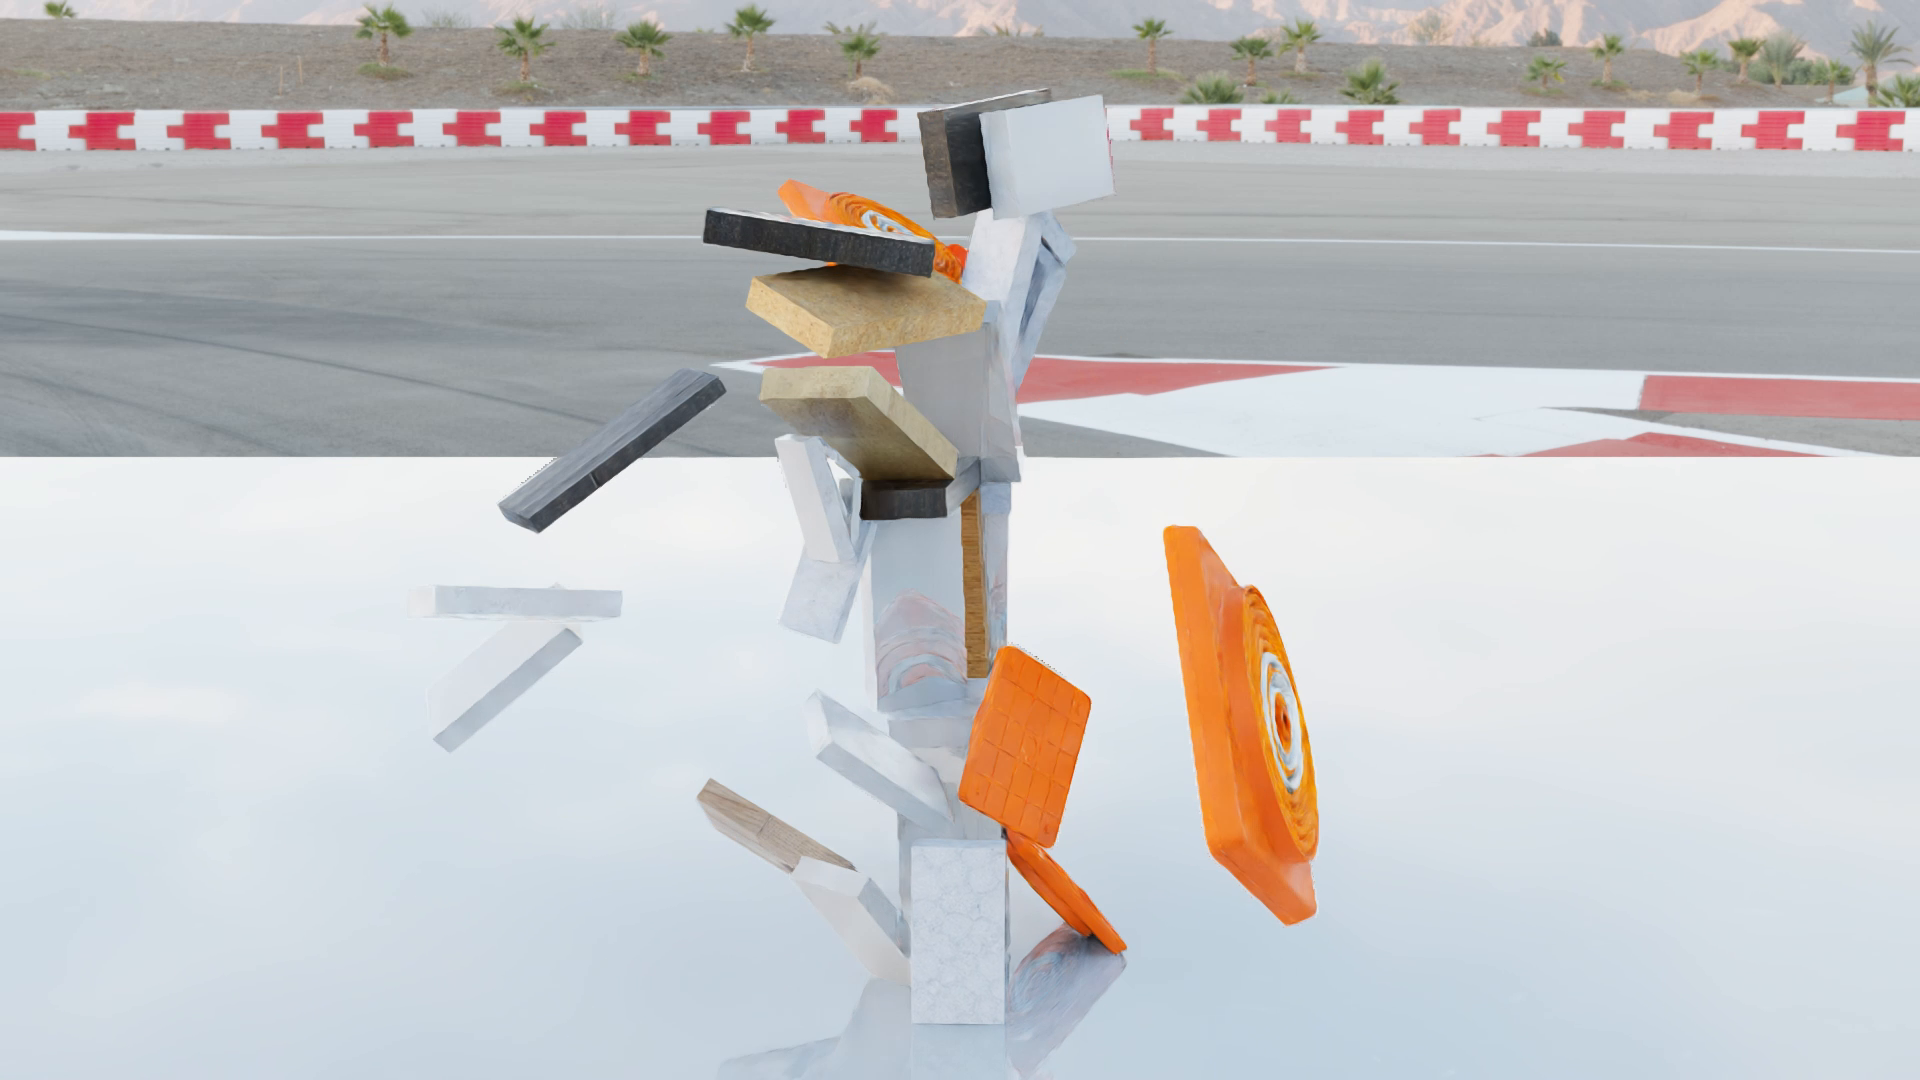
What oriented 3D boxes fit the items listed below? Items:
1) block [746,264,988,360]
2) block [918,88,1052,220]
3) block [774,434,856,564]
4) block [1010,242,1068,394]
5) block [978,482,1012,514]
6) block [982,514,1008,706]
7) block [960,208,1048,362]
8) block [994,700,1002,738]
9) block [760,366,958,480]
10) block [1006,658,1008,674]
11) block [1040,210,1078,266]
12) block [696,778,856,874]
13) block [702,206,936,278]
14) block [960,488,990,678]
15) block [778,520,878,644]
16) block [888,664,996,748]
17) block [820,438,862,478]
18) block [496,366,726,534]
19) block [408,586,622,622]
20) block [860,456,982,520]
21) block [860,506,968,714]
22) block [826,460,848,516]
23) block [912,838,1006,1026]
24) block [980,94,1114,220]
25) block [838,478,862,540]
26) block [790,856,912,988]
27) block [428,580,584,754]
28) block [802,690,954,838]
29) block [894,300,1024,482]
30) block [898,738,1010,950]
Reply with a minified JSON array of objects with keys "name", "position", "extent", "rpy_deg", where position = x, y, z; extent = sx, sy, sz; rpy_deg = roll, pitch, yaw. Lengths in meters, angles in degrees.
[{"name":"block","position":[-0.131,-0.341,3.186],"extent":[0.166,0.047,0.332],"rpy_deg":[34,31,30]},{"name":"block","position":[0.053,-0.615,3.485],"extent":[0.046,0.163,0.326],"rpy_deg":[0,15,33]},{"name":"block","position":[-0.207,-0.060,3.131],"extent":[0.026,0.183,0.091],"rpy_deg":[-24,16,-28]},{"name":"block","position":[0.087,-0.381,3.773],"extent":[0.038,0.276,0.135],"rpy_deg":[-4,41,-35]},{"name":"block","position":[0.003,-0.096,3.739],"extent":[0.165,0.047,0.329],"rpy_deg":[0,11,0]},{"name":"block","position":[-0.004,0.110,3.664],"extent":[0.165,0.329,0.047],"rpy_deg":[1,11,2]},{"name":"block","position":[0.058,-0.425,3.639],"extent":[0.038,0.271,0.135],"rpy_deg":[14,0,-38]},{"name":"block","position":[-0.013,0.431,3.625],"extent":[0.162,0.325,0.046],"rpy_deg":[-1,6,-3]},{"name":"block","position":[-0.142,-0.167,3.212],"extent":[0.166,0.047,0.332],"rpy_deg":[0,-18,23]},{"name":"block","position":[0.002,0.069,3.881],"extent":[0.165,0.329,0.047],"rpy_deg":[0,10,0]},{"name":"block","position":[0.088,-0.577,3.745],"extent":[0.135,0.038,0.271],"rpy_deg":[30,-9,36]},{"name":"block","position":[-0.267,0.459,3.299],"extent":[0.263,0.037,0.131],"rpy_deg":[28,-21,21]},{"name":"block","position":[-0.201,-0.433,3.184],"extent":[0.326,0.046,0.163],"rpy_deg":[8,11,-3]},{"name":"block","position":[-0.038,0.072,3.547],"extent":[0.153,0.307,0.043],"rpy_deg":[-1,15,9]},{"name":"block","position":[-0.192,0.051,3.205],"extent":[0.091,0.183,0.026],"rpy_deg":[17,-3,22]},{"name":"block","position":[-0.027,0.262,3.496],"extent":[0.162,0.046,0.325],"rpy_deg":[-3,11,1]},{"name":"block","position":[-0.174,-0.116,3.150],"extent":[0.045,0.013,0.090],"rpy_deg":[40,-1,23]},{"name":"block","position":[-0.458,-0.122,2.905],"extent":[0.323,0.026,0.091],"rpy_deg":[-40,33,-23]},{"name":"block","position":[-0.577,0.084,2.858],"extent":[0.246,0.035,0.123],"rpy_deg":[3,-6,-29]},{"name":"block","position":[-0.069,-0.081,3.405],"extent":[0.153,0.043,0.307],"rpy_deg":[-2,10,11]},{"name":"block","position":[-0.072,0.103,3.383],"extent":[0.153,0.307,0.043],"rpy_deg":[-9,16,-24]},{"name":"block","position":[-0.186,-0.074,3.135],"extent":[0.013,0.090,0.045],"rpy_deg":[-22,2,-17]},{"name":"block","position":[-0.001,0.557,3.125],"extent":[0.131,0.263,0.037],"rpy_deg":[1,11,3]},{"name":"block","position":[0.143,-0.613,3.504],"extent":[0.046,0.163,0.326],"rpy_deg":[-1,13,32]},{"name":"block","position":[-0.161,-0.044,3.168],"extent":[0.013,0.090,0.045],"rpy_deg":[7,-5,-33]},{"name":"block","position":[-0.130,0.563,3.201],"extent":[0.131,0.263,0.037],"rpy_deg":[10,55,40]},{"name":"block","position":[-0.629,0.175,3.035],"extent":[0.246,0.035,0.123],"rpy_deg":[-39,33,7]},{"name":"block","position":[-0.117,0.319,3.137],"extent":[0.246,0.035,0.123],"rpy_deg":[37,17,-31]},{"name":"block","position":[-0.001,-0.230,3.460],"extent":[0.166,0.369,0.047],"rpy_deg":[2,51,11]},{"name":"block","position":[-0.011,0.471,3.396],"extent":[0.162,0.325,0.046],"rpy_deg":[-1,6,11]}]
